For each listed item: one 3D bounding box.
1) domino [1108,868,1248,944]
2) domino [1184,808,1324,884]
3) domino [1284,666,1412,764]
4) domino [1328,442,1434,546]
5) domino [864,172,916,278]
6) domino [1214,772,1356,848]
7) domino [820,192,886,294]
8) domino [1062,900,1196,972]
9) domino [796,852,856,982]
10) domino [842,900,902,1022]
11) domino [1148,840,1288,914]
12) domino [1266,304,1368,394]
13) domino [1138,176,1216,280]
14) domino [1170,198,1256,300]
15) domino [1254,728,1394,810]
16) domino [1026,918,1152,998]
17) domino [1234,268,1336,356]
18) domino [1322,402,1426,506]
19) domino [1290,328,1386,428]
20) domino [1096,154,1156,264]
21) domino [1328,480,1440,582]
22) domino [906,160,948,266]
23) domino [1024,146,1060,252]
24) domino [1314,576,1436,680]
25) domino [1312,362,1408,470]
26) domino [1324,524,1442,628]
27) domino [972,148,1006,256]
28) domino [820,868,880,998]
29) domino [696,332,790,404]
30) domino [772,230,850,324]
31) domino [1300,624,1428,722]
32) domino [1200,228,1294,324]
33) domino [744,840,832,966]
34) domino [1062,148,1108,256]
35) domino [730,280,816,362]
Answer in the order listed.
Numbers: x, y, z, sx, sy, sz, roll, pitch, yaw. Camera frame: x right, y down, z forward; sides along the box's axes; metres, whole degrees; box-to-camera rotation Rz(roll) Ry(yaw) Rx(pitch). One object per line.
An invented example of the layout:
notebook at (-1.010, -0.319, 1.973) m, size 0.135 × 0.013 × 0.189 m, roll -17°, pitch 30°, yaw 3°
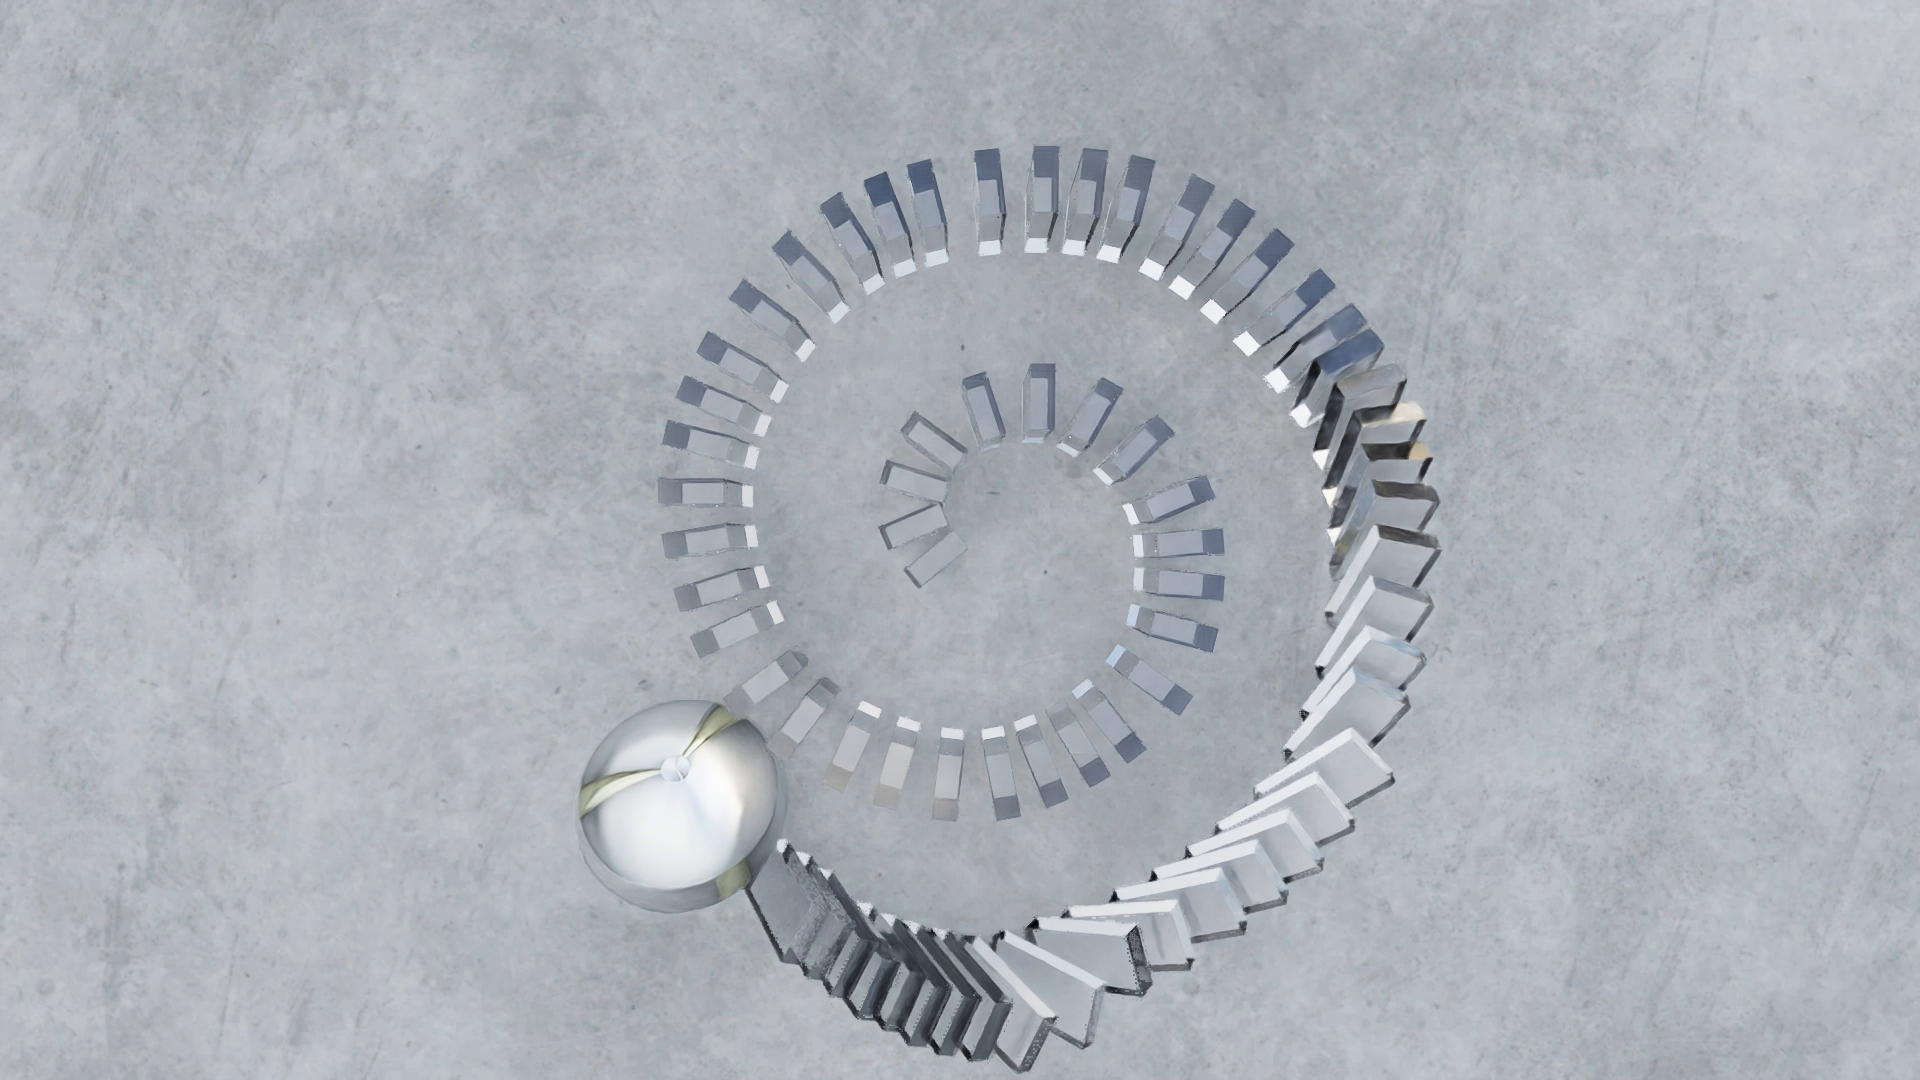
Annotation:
domino at (0.091, 0.155, 0.383) m, size 0.050 × 0.009 × 0.025 m, roll -26°, pitch 94°, yaw 31°
domino at (0.122, 0.133, 0.382) m, size 0.050 × 0.010 × 0.025 m, roll -35°, pitch 92°, yaw 31°
domino at (0.161, 0.078, 0.383) m, size 0.025 × 0.009 × 0.050 m, roll 26°, pitch 121°, yaw -1°
domino at (0.172, -0.018, 0.378) m, size 0.025 × 0.050 × 0.009 m, roll -2°, pitch 49°, yaw 0°
domino at (-0.028, -0.127, 0.375) m, size 0.010 × 0.050 × 0.025 m, roll -22°, pitch 90°, yaw 0°
domino at (0.136, 0.120, 0.385) m, size 0.050 × 0.009 × 0.025 m, roll -39°, pitch 90°, yaw 26°
domino at (-0.043, -0.120, 0.375) m, size 0.009 × 0.050 × 0.025 m, roll -33°, pitch 90°, yaw 0°
domino at (0.070, 0.166, 0.384) m, size 0.050 × 0.009 × 0.025 m, roll -17°, pitch 90°, yaw 30°
domino at (-0.062, 0.153, 0.377) m, size 0.010 × 0.050 × 0.025 m, roll 28°, pitch 90°, yaw -33°
domino at (-0.044, 0.170, 0.376) m, size 0.010 × 0.050 × 0.025 m, roll 25°, pitch 88°, yaw -34°
domino at (0.107, 0.144, 0.382) m, size 0.050 × 0.009 × 0.025 m, roll -30°, pitch 94°, yaw 31°
domino at (0.144, -0.077, 0.375) m, size 0.025 × 0.050 × 0.010 m, roll -34°, pitch 82°, yaw 0°
domino at (0.088, -0.126, 0.375) m, size 0.009 × 0.050 × 0.025 m, roll 27°, pitch 90°, yaw 0°
domino at (0.102, -0.118, 0.375) m, size 0.010 × 0.050 × 0.025 m, roll 35°, pitch 90°, yaw 0°
domino at (0.152, 0.103, 0.384) m, size 0.025 × 0.010 × 0.050 m, roll 46°, pitch 118°, yaw 0°
domino at (0.053, 0.172, 0.380) m, size 0.050 × 0.009 × 0.025 m, roll -15°, pitch 90°, yaw 39°
domino at (0.132, -0.092, 0.375) m, size 0.025 × 0.050 × 0.010 m, roll -43°, pitch 90°, yaw 0°
domino at (0.169, -0.034, 0.377) m, size 0.025 × 0.050 × 0.009 m, roll -7°, pitch 54°, yaw 0°
domino at (0.153, -0.065, 0.375) m, size 0.025 × 0.050 × 0.009 m, roll -30°, pitch 72°, yaw 0°
domino at (0.067, -0.134, 0.375) m, size 0.010 × 0.050 × 0.025 m, roll 14°, pitch 90°, yaw 0°
domino at (0.174, -0.002, 0.379) m, size 0.025 × 0.050 × 0.010 m, roll 5°, pitch 46°, yaw 0°
domino at (-0.013, -0.132, 0.375) m, size 0.010 × 0.050 × 0.025 m, roll -15°, pitch 90°, yaw 0°
domino at (0.033, -0.138, 0.375) m, size 0.010 × 0.050 × 0.025 m, roll 0°, pitch 90°, yaw 0°
domino at (0.172, 0.040, 0.382) m, size 0.025 × 0.009 × 0.050 m, roll 17°, pitch 123°, yaw 0°
domino at (0.163, -0.050, 0.376) m, size 0.025 × 0.050 × 0.010 m, roll -18°, pitch 59°, yaw 0°
domino at (0.174, 0.018, 0.380) m, size 0.025 × 0.010 × 0.050 m, roll 11°, pitch 130°, yaw 0°
domino at (0.012, -0.137, 0.375) m, size 0.009 × 0.050 × 0.025 m, roll -6°, pitch 90°, yaw 0°
domino at (-0.053, 0.160, 0.377) m, size 0.009 × 0.050 × 0.025 m, roll 28°, pitch 90°, yaw -33°
domino at (-0.088, -0.070, 0.375) m, size 0.025 × 0.050 × 0.009 m, roll 29°, pitch 90°, yaw 0°
domino at (-0.060, -0.106, 0.375) m, size 0.009 × 0.050 × 0.025 m, roll -44°, pitch 90°, yaw 0°
domino at (0.168, 0.061, 0.383) m, size 0.025 × 0.009 × 0.050 m, roll 24°, pitch 121°, yaw 0°
domino at (0.116, -0.107, 0.375) m, size 0.010 × 0.050 × 0.025 m, roll 41°, pitch 90°, yaw 0°
domino at (-0.072, 0.147, 0.377) m, size 0.009 × 0.050 × 0.025 m, roll 28°, pitch 90°, yaw -33°
domino at (0.051, -0.137, 0.375) m, size 0.010 × 0.050 × 0.025 m, roll 7°, pitch 90°, yaw 0°
domino at (-0.075, -0.089, 0.375) m, size 0.025 × 0.050 × 0.010 m, roll 37°, pitch 90°, yaw 0°
